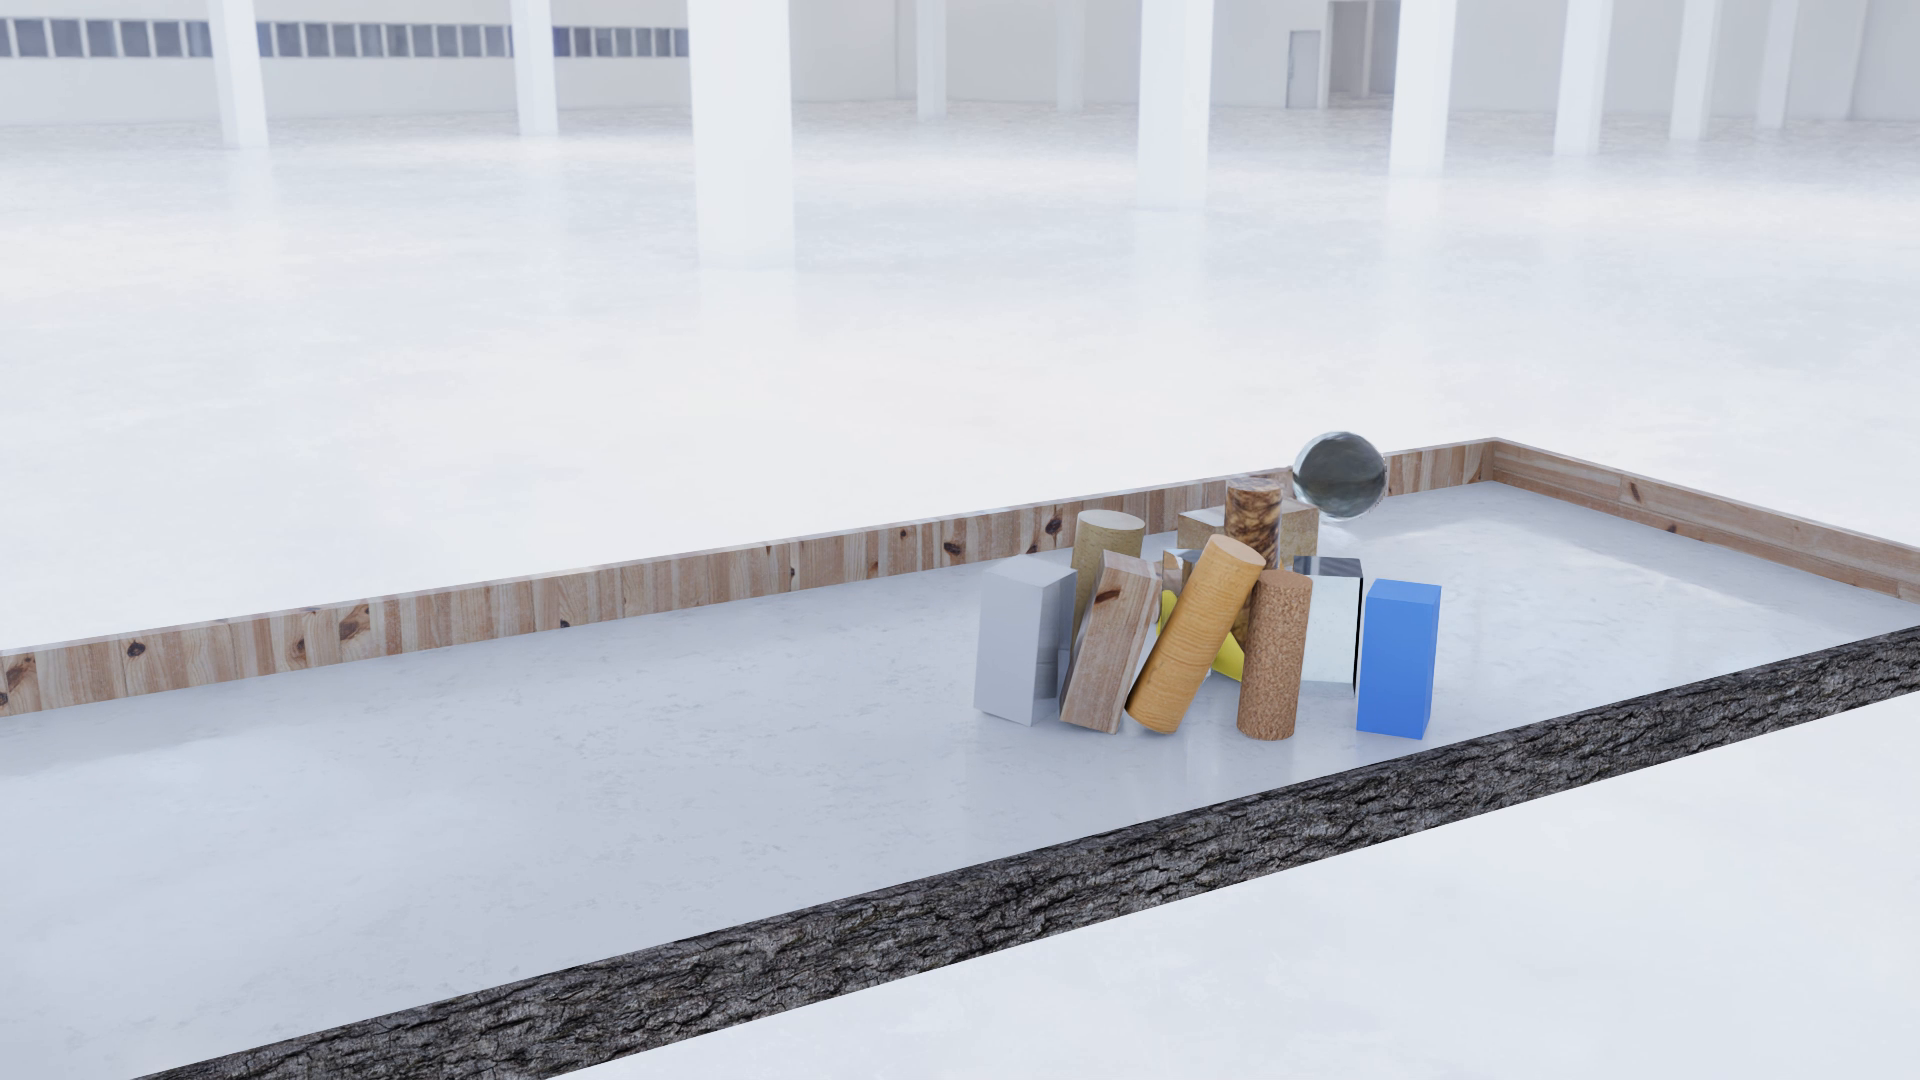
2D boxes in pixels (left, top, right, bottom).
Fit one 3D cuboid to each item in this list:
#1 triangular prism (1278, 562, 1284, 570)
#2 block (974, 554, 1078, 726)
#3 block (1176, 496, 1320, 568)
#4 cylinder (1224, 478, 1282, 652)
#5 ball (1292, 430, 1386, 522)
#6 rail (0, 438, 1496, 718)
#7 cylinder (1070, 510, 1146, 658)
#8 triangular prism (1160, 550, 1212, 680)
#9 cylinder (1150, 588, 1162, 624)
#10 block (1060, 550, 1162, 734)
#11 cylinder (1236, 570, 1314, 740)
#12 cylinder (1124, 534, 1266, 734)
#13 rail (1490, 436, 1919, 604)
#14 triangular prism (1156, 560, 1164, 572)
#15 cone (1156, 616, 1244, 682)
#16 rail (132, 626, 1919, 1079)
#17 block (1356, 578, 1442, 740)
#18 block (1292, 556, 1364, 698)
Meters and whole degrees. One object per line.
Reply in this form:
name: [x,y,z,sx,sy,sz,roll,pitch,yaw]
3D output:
triangular prism: [0.822,0.113,4.798,0.333,0.092,0.106,-15,22,-41]
block: [0.154,0.236,3.912,0.161,0.349,0.161,16,22,30]
block: [0.887,-0.008,5.076,0.419,0.173,0.173,-10,19,-31]
cylinder: [0.759,0.073,4.307,0.145,0.451,0.145,0,16,0]
ball: [1.270,-0.214,5.537,0.307,0.307,0.307,0,16,0]
rail: [-3.305,0.497,3.399,12.000,0.150,0.050,-9,18,-27]
cylinder: [0.344,0.150,4.067,0.165,0.421,0.165,6,17,-2]
triangular prism: [0.553,0.191,4.115,0.113,0.332,0.130,10,19,32]
cylinder: [0.714,0.161,4.599,0.374,0.118,0.118,-4,17,-12]
block: [0.347,0.236,3.829,0.135,0.387,0.135,15,17,-1]
cylinder: [0.723,0.263,3.796,0.133,0.367,0.133,3,16,-1]
cylinder: [0.534,0.217,3.776,0.137,0.457,0.137,22,20,-8]
rail: [2.466,-0.048,5.253,0.050,0.150,2.100,-9,18,-27]
triangular prism: [0.645,0.097,4.727,0.316,0.128,0.111,-12,-14,-36]
cone: [0.676,0.296,4.194,0.178,0.178,0.361,-9,33,-28]
rail: [-2.336,1.006,1.665,12.000,0.150,0.050,-9,18,-27]
block: [1.021,0.275,3.838,0.149,0.328,0.149,7,18,22]
block: [0.900,0.213,4.080,0.162,0.310,0.162,3,17,9]
